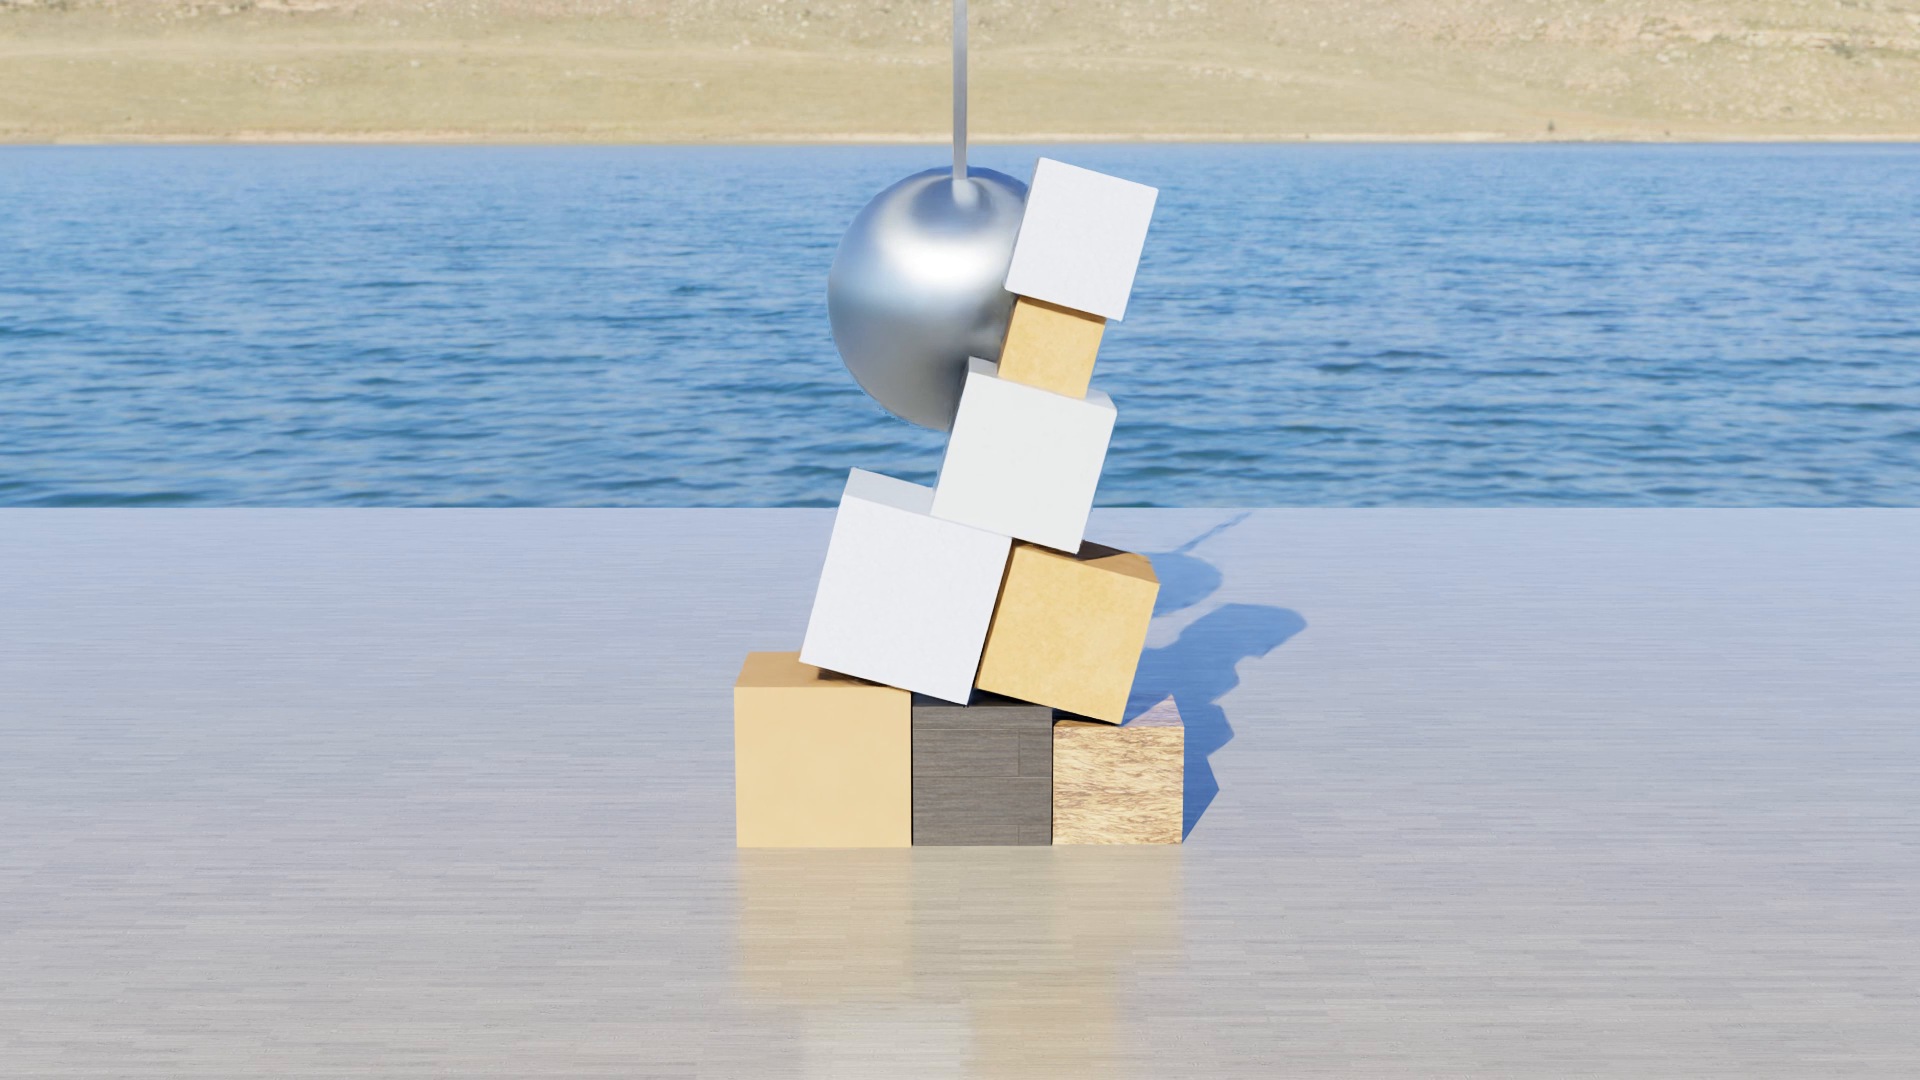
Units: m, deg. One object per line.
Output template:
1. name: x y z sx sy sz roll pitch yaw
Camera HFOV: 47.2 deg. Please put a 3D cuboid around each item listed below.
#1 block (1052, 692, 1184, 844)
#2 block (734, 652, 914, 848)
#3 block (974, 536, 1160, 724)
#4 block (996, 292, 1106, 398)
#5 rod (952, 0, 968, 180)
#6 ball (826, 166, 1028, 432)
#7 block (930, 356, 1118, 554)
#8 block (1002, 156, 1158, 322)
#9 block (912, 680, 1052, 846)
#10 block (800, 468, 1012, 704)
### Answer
1. block: 0.795 1.171 11.411 0.653 0.613 0.717 0 10 0
2. block: -0.684 1.069 11.368 0.876 0.829 0.768 0 10 0
3. block: 0.526 0.410 11.244 0.758 0.737 0.733 14 10 -3
4. block: 0.452 -0.991 10.998 0.442 0.421 0.472 15 10 -3
5. rod: 0.000 -4.306 11.408 0.080 5.200 0.080 0 33 0
6. ball: 0.000 -1.448 13.250 1.600 1.600 1.600 0 10 0
7. block: 0.310 -0.444 11.105 0.747 0.730 0.783 15 10 -3
8. block: 0.586 -1.502 10.893 0.588 0.655 0.617 15 10 -2
9. block: 0.112 1.119 11.390 0.694 0.722 0.753 0 10 0
10. block: -0.268 0.216 11.218 0.853 0.862 0.905 15 10 -3
